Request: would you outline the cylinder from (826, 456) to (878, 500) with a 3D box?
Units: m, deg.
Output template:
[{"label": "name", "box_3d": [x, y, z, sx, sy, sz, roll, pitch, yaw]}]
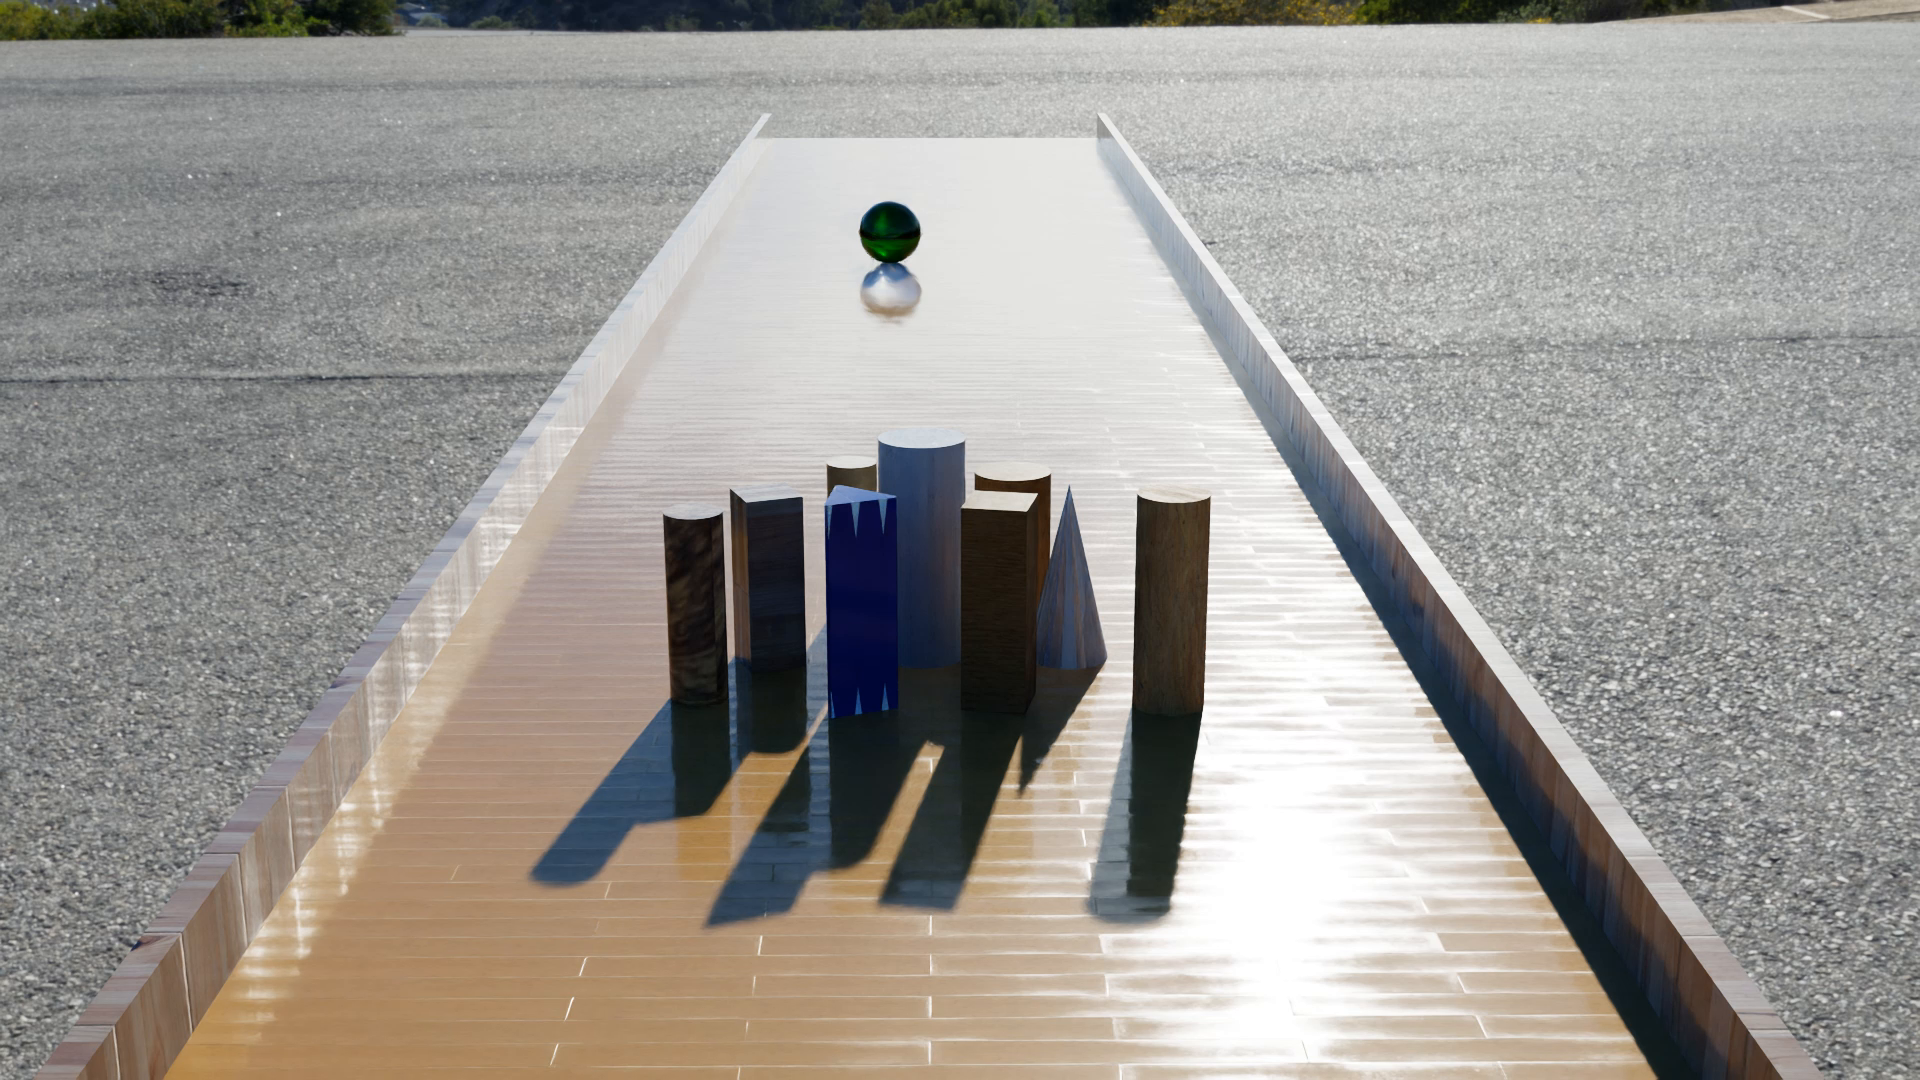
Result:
[{"label": "cylinder", "box_3d": [-0.225, 0.002, 4.621, 0.104, 0.342, 0.104, 0, 17, 0]}]

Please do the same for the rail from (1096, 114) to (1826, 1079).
[{"label": "rail", "box_3d": [0.932, -0.844, 7.801, 0.050, 0.150, 12.000, 0, 17, -1]}]

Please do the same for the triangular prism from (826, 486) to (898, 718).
[{"label": "triangular prism", "box_3d": [-0.205, 0.111, 4.130, 0.140, 0.413, 0.121, -7, 18, -23]}]

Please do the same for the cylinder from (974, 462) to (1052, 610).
[{"label": "cylinder", "box_3d": [0.110, 0.009, 4.633, 0.161, 0.320, 0.161, 0, 17, 0]}]

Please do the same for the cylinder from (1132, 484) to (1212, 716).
[{"label": "cylinder", "box_3d": [0.396, 0.112, 4.123, 0.137, 0.415, 0.137, 0, 17, 0]}]

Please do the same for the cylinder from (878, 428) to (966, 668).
[{"label": "cylinder", "box_3d": [-0.075, 0.015, 4.387, 0.173, 0.451, 0.173, 0, 17, 0]}]

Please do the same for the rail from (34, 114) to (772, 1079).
[{"label": "rail", "box_3d": [-1.118, -0.838, 7.780, 0.050, 0.150, 12.000, 0, 17, -1]}]

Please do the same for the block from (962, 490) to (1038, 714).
[{"label": "block", "box_3d": [0.074, 0.117, 4.138, 0.123, 0.396, 0.123, 3, 17, 11]}]

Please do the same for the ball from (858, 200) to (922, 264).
[{"label": "ball", "box_3d": [-0.286, -1.264, 9.026, 0.258, 0.258, 0.258, 0, 17, 0]}]

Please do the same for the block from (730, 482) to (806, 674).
[{"label": "block", "box_3d": [-0.380, 0.074, 4.362, 0.115, 0.351, 0.115, -7, 18, -21]}]

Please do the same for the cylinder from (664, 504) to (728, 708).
[{"label": "cylinder", "box_3d": [-0.499, 0.124, 4.160, 0.112, 0.371, 0.112, 0, 17, 0]}]

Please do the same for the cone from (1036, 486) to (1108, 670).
[{"label": "cone", "box_3d": [0.216, 0.060, 4.392, 0.167, 0.360, 0.167, 0, 17, 0]}]
